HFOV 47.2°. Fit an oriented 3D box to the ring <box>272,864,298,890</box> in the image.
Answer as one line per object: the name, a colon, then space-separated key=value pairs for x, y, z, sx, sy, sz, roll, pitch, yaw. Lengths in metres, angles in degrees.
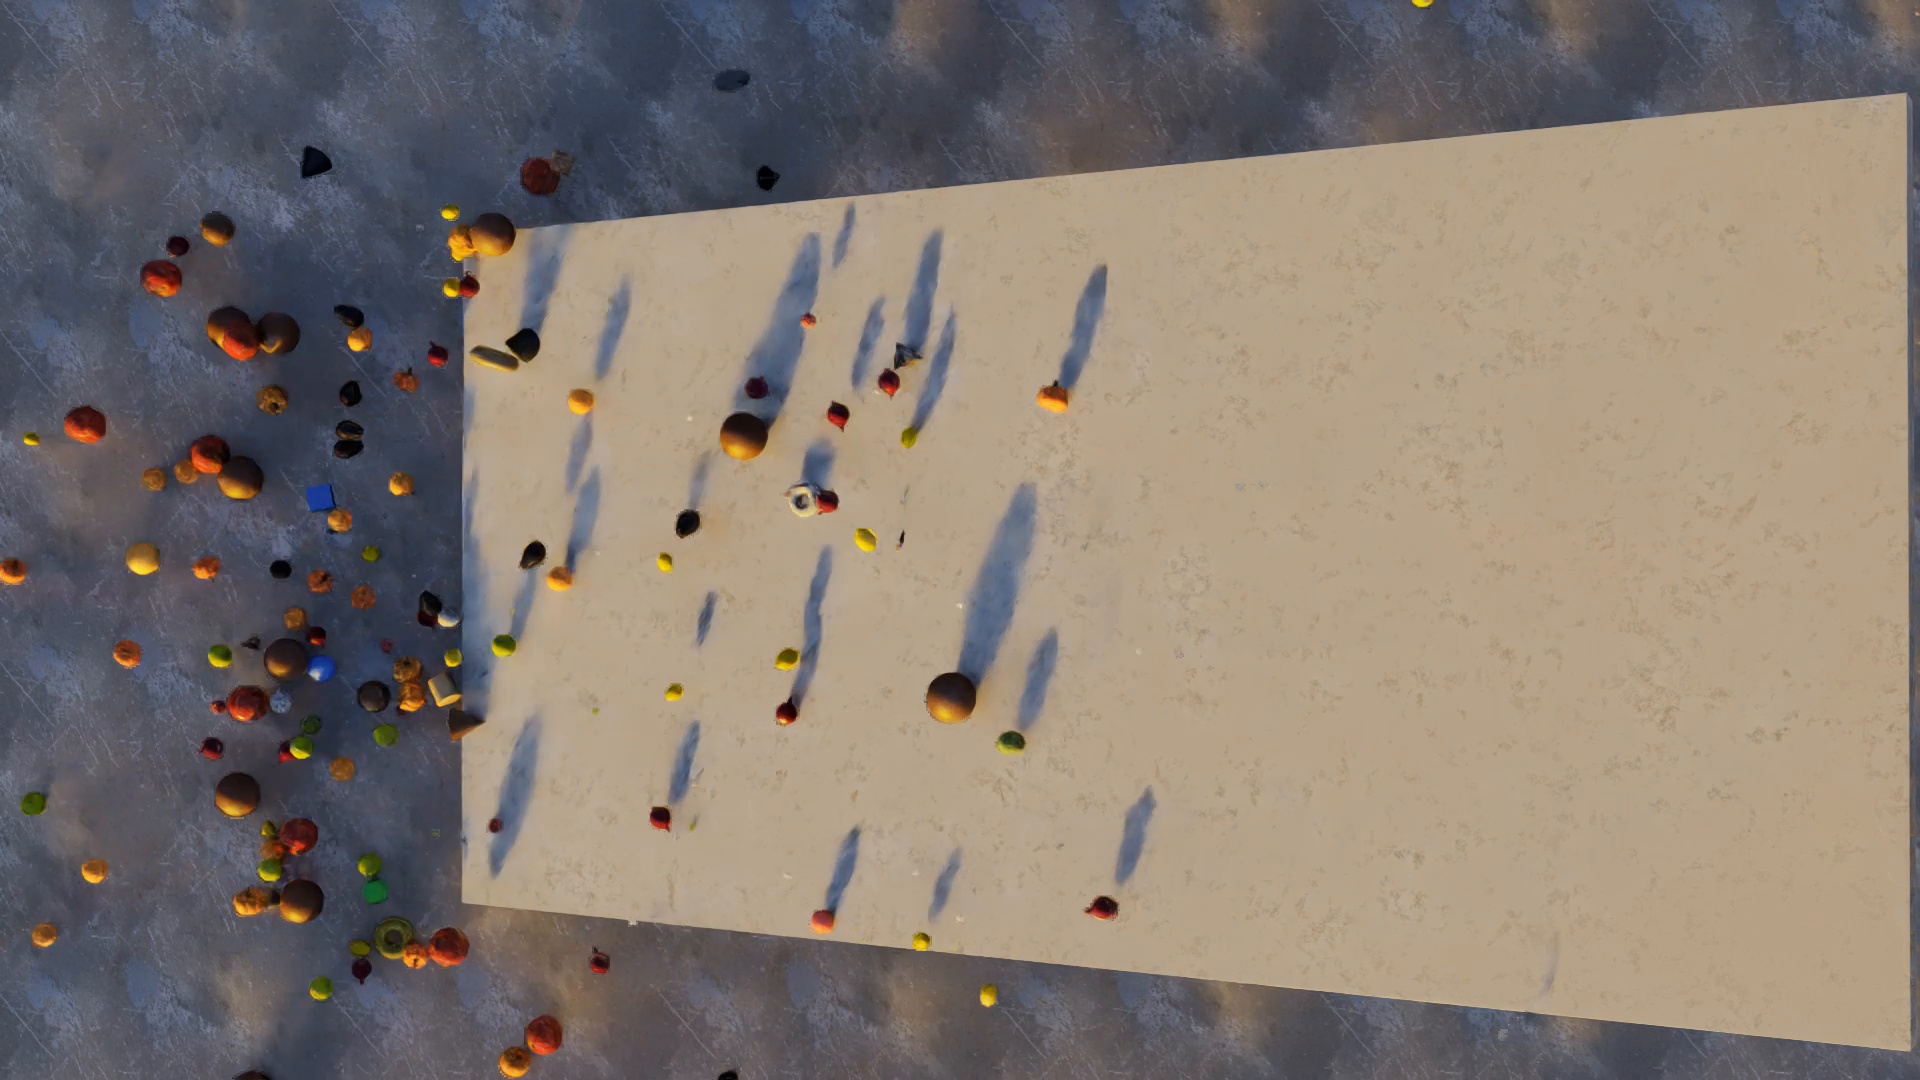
ring: x=-2.040 y=1.019 z=6.646 sx=0.081 sy=0.027 sz=0.081 roll=0 pitch=90 yaw=1

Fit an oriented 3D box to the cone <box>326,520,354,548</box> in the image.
cone: x=-1.884 y=-0.017 z=6.621 sx=0.085 sy=0.085 sz=0.085 roll=0 pitch=91 yaw=7

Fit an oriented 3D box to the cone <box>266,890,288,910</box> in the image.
cone: x=-2.057 y=1.092 z=6.644 sx=0.062 sy=0.062 sz=0.062 roll=18 pitch=89 yaw=-26

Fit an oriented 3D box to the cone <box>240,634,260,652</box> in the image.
cone: x=-2.142 y=0.313 z=6.628 sx=0.054 sy=0.054 sz=0.054 roll=-8 pitch=89 yaw=-28

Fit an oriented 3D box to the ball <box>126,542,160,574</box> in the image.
ball: x=-2.459 y=0.054 z=6.619 sx=0.098 sy=0.098 sz=0.098 roll=0 pitch=89 yaw=0

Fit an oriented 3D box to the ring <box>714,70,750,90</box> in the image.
ring: x=-0.684 y=-1.378 z=6.591 sx=0.109 sy=0.109 sz=0.036 roll=-15 pitch=87 yaw=0

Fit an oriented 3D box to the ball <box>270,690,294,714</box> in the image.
ball: x=-2.045 y=0.486 z=6.628 sx=0.072 sy=0.072 sz=0.072 roll=0 pitch=89 yaw=0

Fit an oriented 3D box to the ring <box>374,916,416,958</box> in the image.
ring: x=-1.707 y=1.199 z=6.636 sx=0.128 sy=0.043 sz=0.128 roll=0 pitch=88 yaw=-1

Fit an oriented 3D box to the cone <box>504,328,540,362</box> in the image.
cone: x=-1.298 y=-0.573 z=6.421 sx=0.098 sy=0.098 sz=0.098 roll=0 pitch=89 yaw=30

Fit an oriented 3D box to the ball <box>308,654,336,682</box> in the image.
ball: x=-1.921 y=0.386 z=6.622 sx=0.085 sy=0.085 sz=0.085 roll=0 pitch=89 yaw=0

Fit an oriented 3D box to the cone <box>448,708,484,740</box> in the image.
cone: x=-1.456 y=0.544 z=6.533 sx=0.098 sy=0.098 sz=0.098 roll=-5 pitch=89 yaw=3

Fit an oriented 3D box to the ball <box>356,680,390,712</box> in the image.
ball: x=-1.764 y=0.471 z=6.615 sx=0.097 sy=0.097 sz=0.097 roll=0 pitch=89 yaw=0

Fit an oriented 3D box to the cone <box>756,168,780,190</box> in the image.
cone: x=-0.534 y=-1.038 z=6.296 sx=0.067 sy=0.067 sz=0.067 roll=13 pitch=113 yaw=35

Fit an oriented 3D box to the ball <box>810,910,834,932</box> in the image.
ball: x=-0.370 y=1.021 z=5.894 sx=0.060 sy=0.060 sz=0.060 roll=0 pitch=89 yaw=0

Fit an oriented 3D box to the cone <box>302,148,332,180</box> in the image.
cone: x=-1.956 y=-1.115 z=6.613 sx=0.093 sy=0.093 sz=0.093 roll=23 pitch=55 yaw=0

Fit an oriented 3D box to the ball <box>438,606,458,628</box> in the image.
ball: x=-1.529 y=0.231 z=6.567 sx=0.062 sy=0.062 sz=0.062 roll=0 pitch=89 yaw=0

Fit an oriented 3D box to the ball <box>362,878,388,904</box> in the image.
ball: x=-1.760 y=1.059 z=6.620 sx=0.077 sy=0.077 sz=0.077 roll=0 pitch=89 yaw=0

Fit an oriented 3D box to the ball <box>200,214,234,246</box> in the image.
ball: x=-2.238 y=-0.937 z=6.630 sx=0.096 sy=0.096 sz=0.096 roll=0 pitch=89 yaw=0

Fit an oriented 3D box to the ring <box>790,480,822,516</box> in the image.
ring: x=-0.419 y=-0.112 z=5.950 sx=0.098 sy=0.033 sz=0.098 roll=0 pitch=90 yaw=29

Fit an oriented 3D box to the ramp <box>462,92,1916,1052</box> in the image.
ramp: x=0.270 y=0.075 z=5.628 sx=4.000 sy=0.100 sz=2.000 roll=0 pitch=89 yaw=30

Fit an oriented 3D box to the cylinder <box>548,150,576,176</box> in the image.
cylinder: x=-1.177 y=-1.116 z=6.506 sx=0.059 sy=0.059 sz=0.059 roll=26 pitch=93 yaw=0

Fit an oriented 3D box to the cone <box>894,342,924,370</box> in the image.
cone: x=-0.131 y=-0.481 z=5.787 sx=0.075 sy=0.075 sz=0.075 roll=6 pitch=89 yaw=3

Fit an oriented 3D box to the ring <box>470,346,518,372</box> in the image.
ring: x=-1.354 y=-0.526 z=6.397 sx=0.143 sy=0.143 sz=0.048 roll=20 pitch=96 yaw=0

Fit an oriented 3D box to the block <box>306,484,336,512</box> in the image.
block: x=-1.927 y=-0.126 z=6.629 sx=0.069 sy=0.069 sz=0.069 roll=-12 pitch=88 yaw=-11
